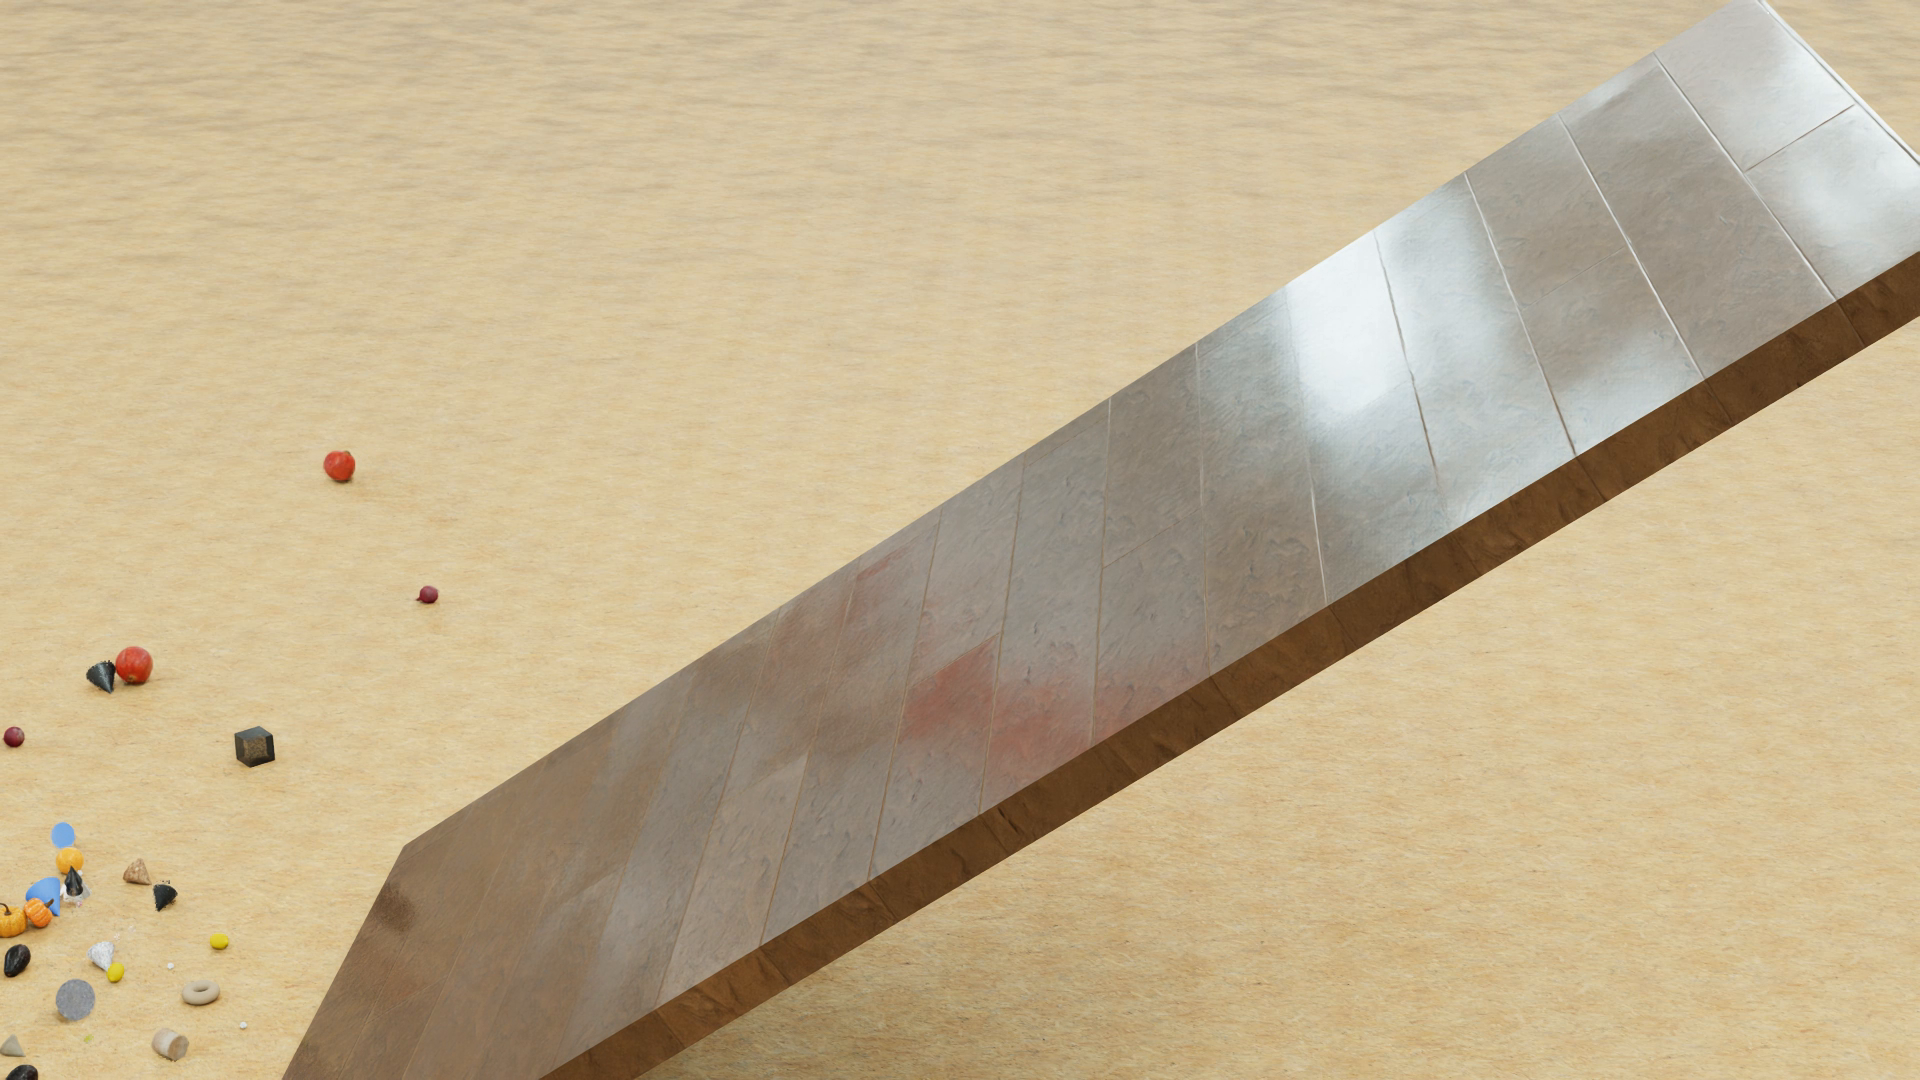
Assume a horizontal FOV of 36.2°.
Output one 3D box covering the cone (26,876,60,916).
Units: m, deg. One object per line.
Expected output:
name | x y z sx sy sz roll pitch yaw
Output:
cone | -2.338 0.935 7.566 0.096 0.096 0.096 -18 54 -38

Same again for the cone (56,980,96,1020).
cone | -2.155 1.114 7.105 0.099 0.099 0.099 -19 1 -39

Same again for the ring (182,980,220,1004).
ring | -1.848 1.101 7.158 0.092 0.031 0.092 0 20 0

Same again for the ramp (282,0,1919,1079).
ramp | 0.136 0.174 6.305 4.000 0.100 2.000 -32 16 15

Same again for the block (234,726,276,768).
block | -2.014 0.591 8.400 0.080 0.080 0.080 -17 27 -38

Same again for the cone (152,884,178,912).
cone | -2.060 0.933 7.589 0.065 0.065 0.065 3 48 7

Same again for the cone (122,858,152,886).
cone | -2.142 0.885 7.710 0.072 0.072 0.072 40 35 14

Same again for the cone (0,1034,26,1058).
cone | -2.217 1.200 6.911 0.056 0.056 0.056 33 29 9

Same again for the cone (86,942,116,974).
cone | -2.121 1.047 7.294 0.072 0.072 0.072 -12 51 -28

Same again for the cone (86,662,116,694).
cone | -2.573 0.432 8.861 0.092 0.092 0.092 -13 52 -31

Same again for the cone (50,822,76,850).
cone | -2.402 0.799 7.932 0.071 0.071 0.071 5 -5 12

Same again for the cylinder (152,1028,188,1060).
cylinder | -1.854 1.183 6.907 0.060 0.060 0.060 15 26 34

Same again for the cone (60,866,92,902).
cone | -2.305 0.882 7.644 0.085 0.085 0.085 0 21 0
